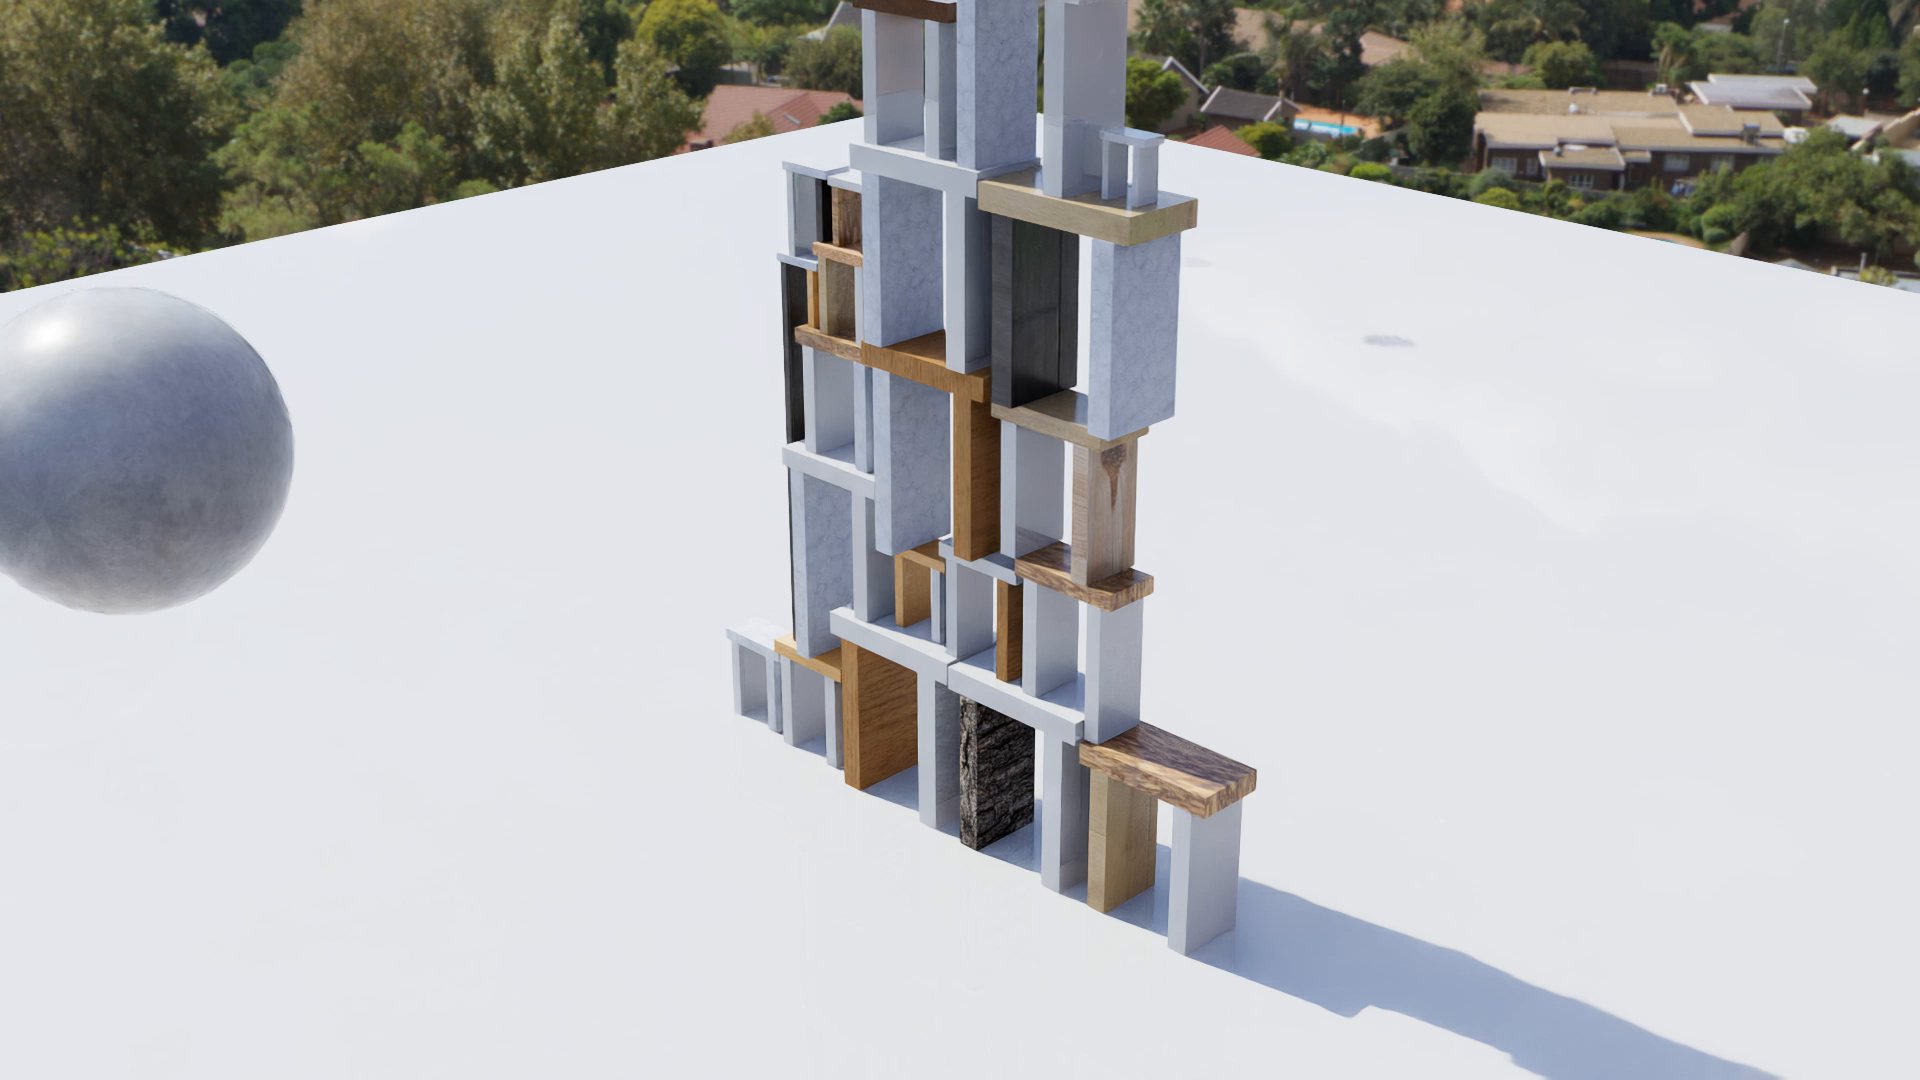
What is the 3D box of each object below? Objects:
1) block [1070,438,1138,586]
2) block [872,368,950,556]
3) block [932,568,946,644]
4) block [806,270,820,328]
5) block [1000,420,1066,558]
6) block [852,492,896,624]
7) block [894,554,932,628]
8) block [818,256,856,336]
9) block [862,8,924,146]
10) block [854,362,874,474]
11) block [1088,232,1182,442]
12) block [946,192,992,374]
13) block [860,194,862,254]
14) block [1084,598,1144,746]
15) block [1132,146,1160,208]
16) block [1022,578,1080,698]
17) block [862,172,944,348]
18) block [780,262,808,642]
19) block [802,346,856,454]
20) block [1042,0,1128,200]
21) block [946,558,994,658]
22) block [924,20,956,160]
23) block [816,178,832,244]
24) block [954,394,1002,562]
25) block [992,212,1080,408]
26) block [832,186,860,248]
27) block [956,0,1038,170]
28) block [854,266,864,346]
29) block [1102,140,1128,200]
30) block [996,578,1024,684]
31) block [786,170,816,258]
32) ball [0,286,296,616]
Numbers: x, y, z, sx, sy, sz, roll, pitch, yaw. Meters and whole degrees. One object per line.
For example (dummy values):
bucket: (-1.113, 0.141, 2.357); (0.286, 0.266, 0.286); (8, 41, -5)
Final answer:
block: (0.257, -0.061, 3.920); (0.131, 0.262, 0.037); (-21, 31, -40)
block: (-0.092, -0.169, 4.249); (0.046, 0.375, 0.161); (21, 31, 40)
block: (-0.020, 0.119, 4.304); (0.022, 0.155, 0.077); (21, 31, 41)
block: (-0.271, -0.479, 4.315); (0.017, 0.117, 0.058); (21, 31, 40)
block: (0.134, -0.109, 4.034); (0.131, 0.262, 0.037); (-22, 31, -40)
block: (-0.151, 0.017, 4.394); (0.039, 0.273, 0.136); (21, 31, 41)
block: (-0.093, 0.090, 4.371); (0.022, 0.155, 0.077); (21, 31, 41)
block: (-0.238, -0.482, 4.273); (0.022, 0.156, 0.078); (21, 31, 41)
block: (-0.121, -0.847, 3.987); (0.034, 0.240, 0.120); (21, 31, 40)
block: (-0.154, -0.251, 4.292); (0.031, 0.222, 0.111); (21, 31, 41)
block: (0.297, -0.359, 3.747); (0.173, 0.347, 0.049); (-22, 31, -40)
block: (0.049, -0.478, 3.961); (0.046, 0.327, 0.163); (21, 31, 40)
block: (-0.161, -0.600, 4.146); (0.017, 0.117, 0.058); (21, 31, 40)
block: (0.281, 0.228, 4.012); (0.117, 0.275, 0.033); (-21, 31, -40)
block: (0.306, -0.603, 3.628); (0.050, 0.099, 0.014); (-21, 31, -40)
block: (0.170, 0.166, 4.106); (0.033, 0.235, 0.117); (21, 31, 41)
block: (-0.106, -0.538, 4.103); (0.046, 0.327, 0.163); (21, 31, 40)
block: (-0.327, -0.174, 4.504); (0.017, 0.826, 0.059); (21, 31, 41)
block: (-0.259, -0.292, 4.389); (0.031, 0.222, 0.111); (21, 31, 41)
block: (0.209, -0.746, 3.676); (0.155, 0.324, 0.044); (-22, 31, -40)
block: (0.019, 0.118, 4.247); (0.029, 0.202, 0.101); (21, 31, 41)
block: (-0.007, -0.803, 3.883); (0.034, 0.240, 0.120); (21, 31, 40)
block: (-0.247, -0.639, 4.225); (0.018, 0.125, 0.063); (21, 31, 41)
block: (0.060, -0.135, 4.099); (0.046, 0.321, 0.161); (21, 31, 41)
block: (0.134, -0.422, 3.898); (0.173, 0.347, 0.049); (-22, 31, -40)
block: (-0.216, -0.622, 4.196); (0.017, 0.117, 0.058); (21, 31, 40)
block: (0.065, -0.810, 3.809); (0.044, 0.311, 0.155); (21, 31, 40)
block: (-0.164, -0.454, 4.205); (0.022, 0.156, 0.078); (21, 31, 41)
block: (0.259, -0.622, 3.671); (0.050, 0.099, 0.014); (-21, 30, -40)
block: (0.114, 0.157, 4.161); (0.029, 0.208, 0.101); (21, 31, 41)
block: (-0.307, -0.641, 4.288); (0.018, 0.169, 0.063); (21, 31, 41)
ball: (-0.616, -0.065, 1.620); (0.242, 0.242, 0.242); (0, 23, 0)
